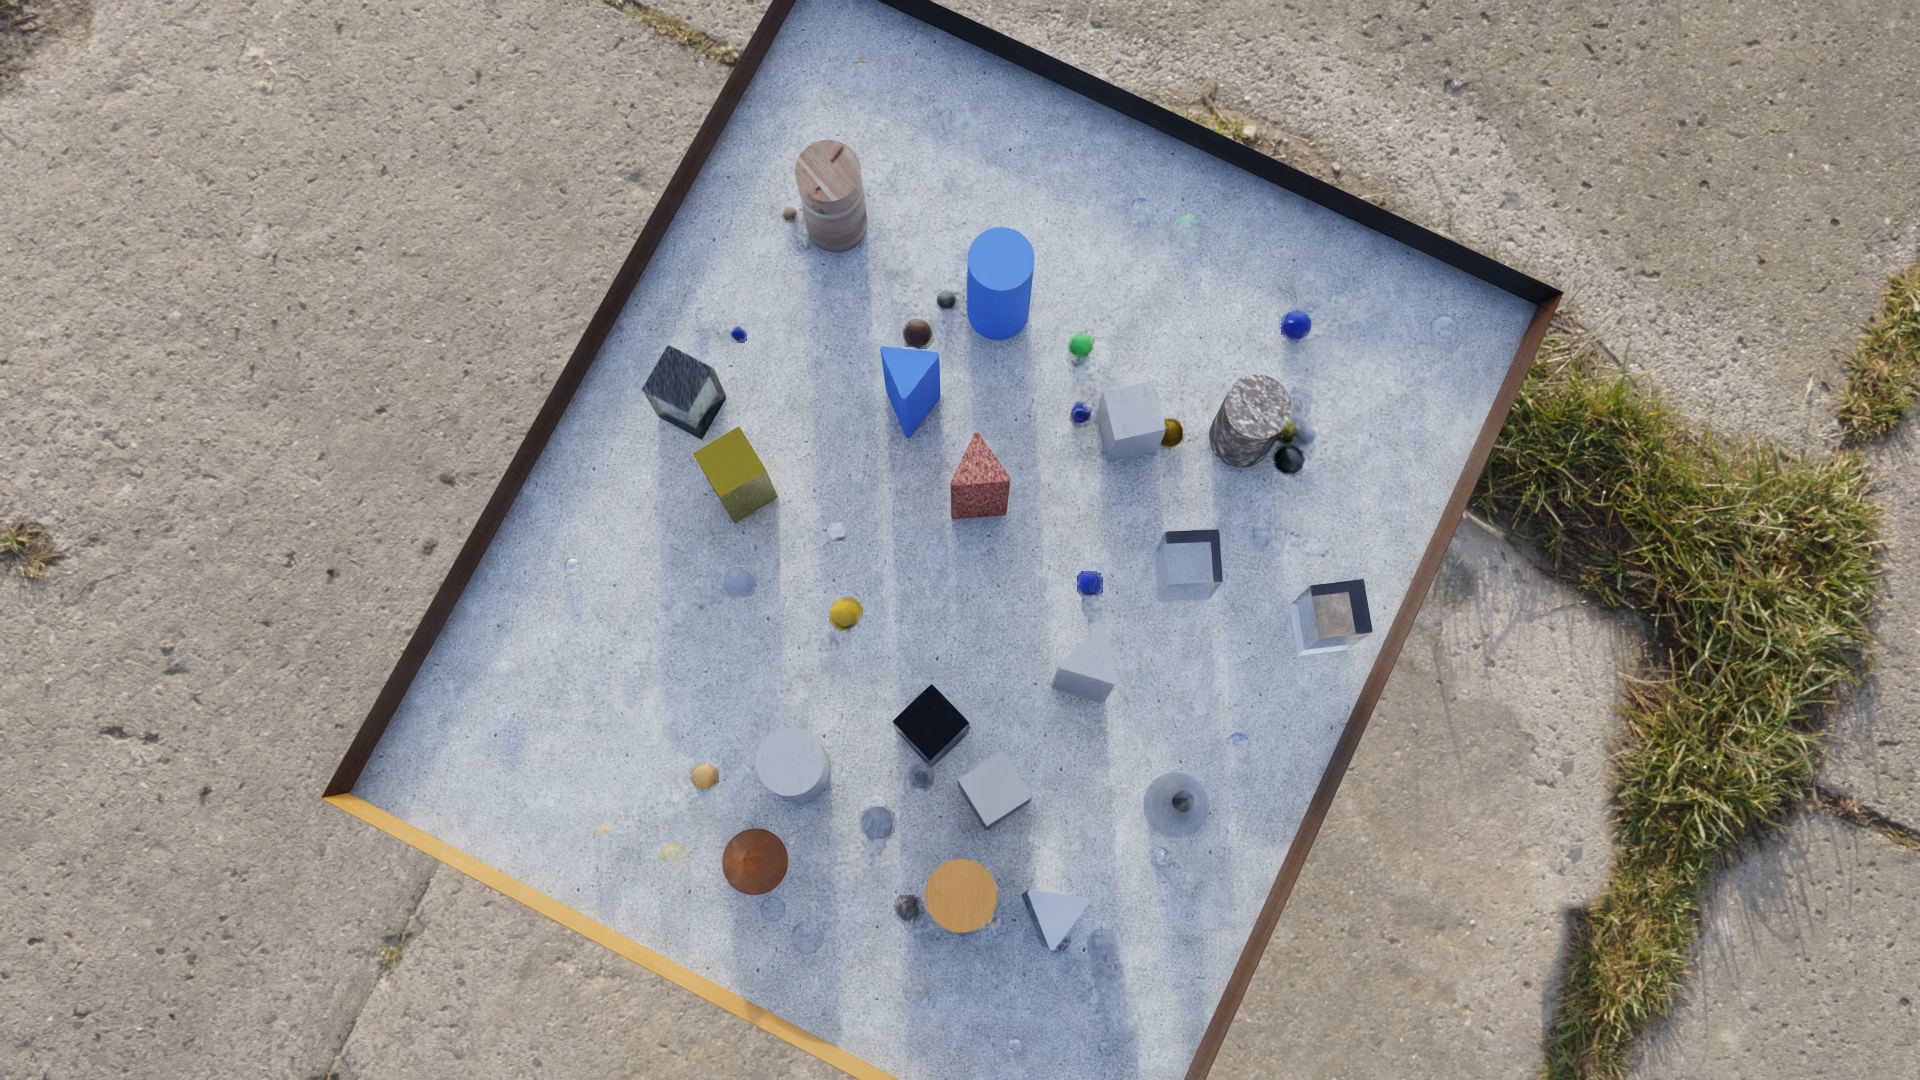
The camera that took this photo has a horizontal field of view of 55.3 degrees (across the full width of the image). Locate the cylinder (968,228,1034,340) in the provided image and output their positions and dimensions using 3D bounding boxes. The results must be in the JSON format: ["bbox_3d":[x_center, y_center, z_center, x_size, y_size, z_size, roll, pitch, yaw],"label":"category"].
[{"bbox_3d":[0.119,-0.769,5.540,0.195,0.462,0.195,0,78,0],"label":"cylinder"}]

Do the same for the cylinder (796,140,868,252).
[{"bbox_3d":[-0.390,-1.048,5.618,0.195,0.421,0.195,0,78,0],"label":"cylinder"}]

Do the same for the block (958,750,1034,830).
[{"bbox_3d":[0.100,0.729,5.319,0.156,0.288,0.156,-32,80,-6],"label":"block"}]

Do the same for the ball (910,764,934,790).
[{"bbox_3d":[-0.112,0.699,5.419,0.074,0.074,0.074,0,78,0],"label":"ball"}]

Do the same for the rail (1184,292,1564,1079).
[{"bbox_3d":[1.158,0.574,5.432,0.045,0.127,3.050,26,80,5],"label":"rail"}]

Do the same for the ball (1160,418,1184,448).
[{"bbox_3d":[0.644,-0.329,5.635,0.087,0.087,0.087,0,78,0],"label":"ball"}]

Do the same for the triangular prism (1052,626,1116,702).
[{"bbox_3d":[0.376,0.351,5.320,0.169,0.438,0.146,16,79,3],"label":"triangular prism"}]

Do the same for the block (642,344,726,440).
[{"bbox_3d":[-0.832,-0.444,5.553,0.156,0.305,0.156,28,80,5],"label":"block"}]

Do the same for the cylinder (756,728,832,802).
[{"bbox_3d":[-0.481,0.657,5.330,0.195,0.295,0.195,0,78,0],"label":"cylinder"}]

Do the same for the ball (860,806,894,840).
[{"bbox_3d":[-0.243,0.833,5.394,0.097,0.097,0.097,0,78,0],"label":"ball"}]

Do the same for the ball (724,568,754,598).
[{"bbox_3d":[-0.668,0.128,5.544,0.090,0.090,0.090,0,78,0],"label":"ball"}]

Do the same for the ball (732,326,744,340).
[{"bbox_3d":[-0.694,-0.644,5.728,0.044,0.044,0.044,0,78,0],"label":"ball"}]

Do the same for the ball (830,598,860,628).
[{"bbox_3d":[-0.346,0.221,5.524,0.093,0.093,0.093,0,78,0],"label":"ball"}]

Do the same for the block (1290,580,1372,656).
[{"bbox_3d":[1.088,0.231,5.395,0.156,0.339,0.156,-7,78,-1],"label":"block"}]

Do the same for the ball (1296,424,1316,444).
[{"bbox_3d":[1.068,-0.328,5.651,0.062,0.062,0.062,0,78,0],"label":"ball"}]

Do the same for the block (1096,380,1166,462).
[{"bbox_3d":[0.517,-0.358,5.555,0.156,0.265,0.156,-12,79,-3],"label":"block"}]

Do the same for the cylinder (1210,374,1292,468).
[{"bbox_3d":[0.869,-0.354,5.513,0.195,0.347,0.195,0,78,0],"label":"cylinder"}]

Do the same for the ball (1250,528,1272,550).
[{"bbox_3d":[0.917,-0.003,5.583,0.067,0.067,0.067,0,78,0],"label":"ball"}]

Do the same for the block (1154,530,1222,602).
[{"bbox_3d":[0.678,0.078,5.450,0.156,0.294,0.156,-3,78,-1],"label":"block"}]

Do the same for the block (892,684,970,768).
[{"bbox_3d":[-0.083,0.547,5.359,0.156,0.283,0.156,-43,82,-8],"label":"block"}]

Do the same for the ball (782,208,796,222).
[{"bbox_3d":[-0.540,-1.032,5.808,0.044,0.044,0.044,0,78,0],"label":"ball"}]

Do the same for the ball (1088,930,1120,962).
[{"bbox_3d":[0.419,1.180,5.326,0.091,0.091,0.091,0,78,0],"label":"ball"}]

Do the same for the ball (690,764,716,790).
[{"bbox_3d":[-0.760,0.702,5.432,0.077,0.077,0.077,0,78,0],"label":"ball"}]

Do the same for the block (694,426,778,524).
[{"bbox_3d":[-0.668,-0.191,5.478,0.156,0.349,0.156,-31,80,-6],"label":"block"}]

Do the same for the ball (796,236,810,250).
[{"bbox_3d":[-0.496,-0.939,5.790,0.040,0.040,0.040,0,78,0],"label":"ball"}]

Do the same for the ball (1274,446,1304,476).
[{"bbox_3d":[1.009,-0.243,5.621,0.091,0.091,0.091,0,78,0],"label":"ball"}]

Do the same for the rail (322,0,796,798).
[{"bbox_3d":[-1.158,-0.560,5.667,0.045,0.127,3.050,26,80,5],"label":"rail"}]

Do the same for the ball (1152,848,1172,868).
[{"bbox_3d":[0.595,0.937,5.394,0.056,0.056,0.056,0,78,0],"label":"ball"}]

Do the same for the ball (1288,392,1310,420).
[{"bbox_3d":[1.033,-0.413,5.646,0.091,0.091,0.091,0,78,0],"label":"ball"}]

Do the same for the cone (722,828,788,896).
[{"bbox_3d":[-0.606,0.921,5.272,0.195,0.303,0.195,0,78,0],"label":"cone"}]

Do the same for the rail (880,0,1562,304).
[{"bbox_3d":[0.671,-1.308,5.822,2.637,0.127,0.045,26,80,5],"label":"rail"}]

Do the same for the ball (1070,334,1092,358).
[{"bbox_3d":[0.377,-0.606,5.705,0.073,0.073,0.073,0,78,0],"label":"ball"}]

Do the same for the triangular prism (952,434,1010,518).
[{"bbox_3d":[0.053,-0.190,5.429,0.169,0.444,0.146,-5,78,-1],"label":"triangular prism"}]

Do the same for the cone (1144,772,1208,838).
[{"bbox_3d":[0.643,0.760,5.310,0.195,0.293,0.195,0,78,0],"label":"cone"}]

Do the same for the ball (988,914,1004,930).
[{"bbox_3d":[0.106,1.114,5.330,0.045,0.045,0.045,0,78,0],"label":"ball"}]

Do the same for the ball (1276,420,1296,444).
[{"bbox_3d":[1.002,-0.334,5.650,0.071,0.071,0.071,0,78,0],"label":"ball"}]

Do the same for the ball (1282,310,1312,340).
[{"bbox_3d":[1.049,-0.669,5.708,0.092,0.092,0.092,0,78,0],"label":"ball"}]

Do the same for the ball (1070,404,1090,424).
[{"bbox_3d":[0.373,-0.392,5.666,0.062,0.062,0.062,0,78,0],"label":"ball"}]

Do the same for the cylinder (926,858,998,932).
[{"bbox_3d":[0.003,1.005,5.164,0.195,0.478,0.195,0,78,0],"label":"cylinder"}]

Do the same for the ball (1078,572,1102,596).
[{"bbox_3d":[0.393,0.133,5.553,0.072,0.072,0.072,0,78,0],"label":"ball"}]

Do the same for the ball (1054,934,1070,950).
[{"bbox_3d":[0.294,1.170,5.334,0.047,0.047,0.047,0,78,0],"label":"ball"}]

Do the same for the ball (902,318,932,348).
[{"bbox_3d":[-0.132,-0.643,5.703,0.091,0.091,0.091,0,78,0],"label":"ball"}]

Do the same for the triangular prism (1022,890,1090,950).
[{"bbox_3d":[0.241,1.036,5.155,0.146,0.483,0.169,38,81,7],"label":"triangular prism"}]

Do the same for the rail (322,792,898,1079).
[{"bbox_3d":[-0.671,1.322,5.277,2.637,0.127,0.045,26,80,5],"label":"rail"}]

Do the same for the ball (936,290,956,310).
[{"bbox_3d":[-0.043,-0.753,5.738,0.062,0.062,0.062,0,78,0],"label":"ball"}]

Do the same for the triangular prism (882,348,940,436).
[{"bbox_3d":[-0.170,-0.469,5.492,0.146,0.435,0.169,36,81,7],"label":"triangular prism"}]

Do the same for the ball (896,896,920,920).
[{"bbox_3d":[-0.153,1.077,5.358,0.070,0.070,0.070,0,78,0],"label":"ball"}]

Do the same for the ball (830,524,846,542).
[{"bbox_3d":[-0.372,-0.024,5.594,0.055,0.055,0.055,0,78,0],"label":"ball"}]
